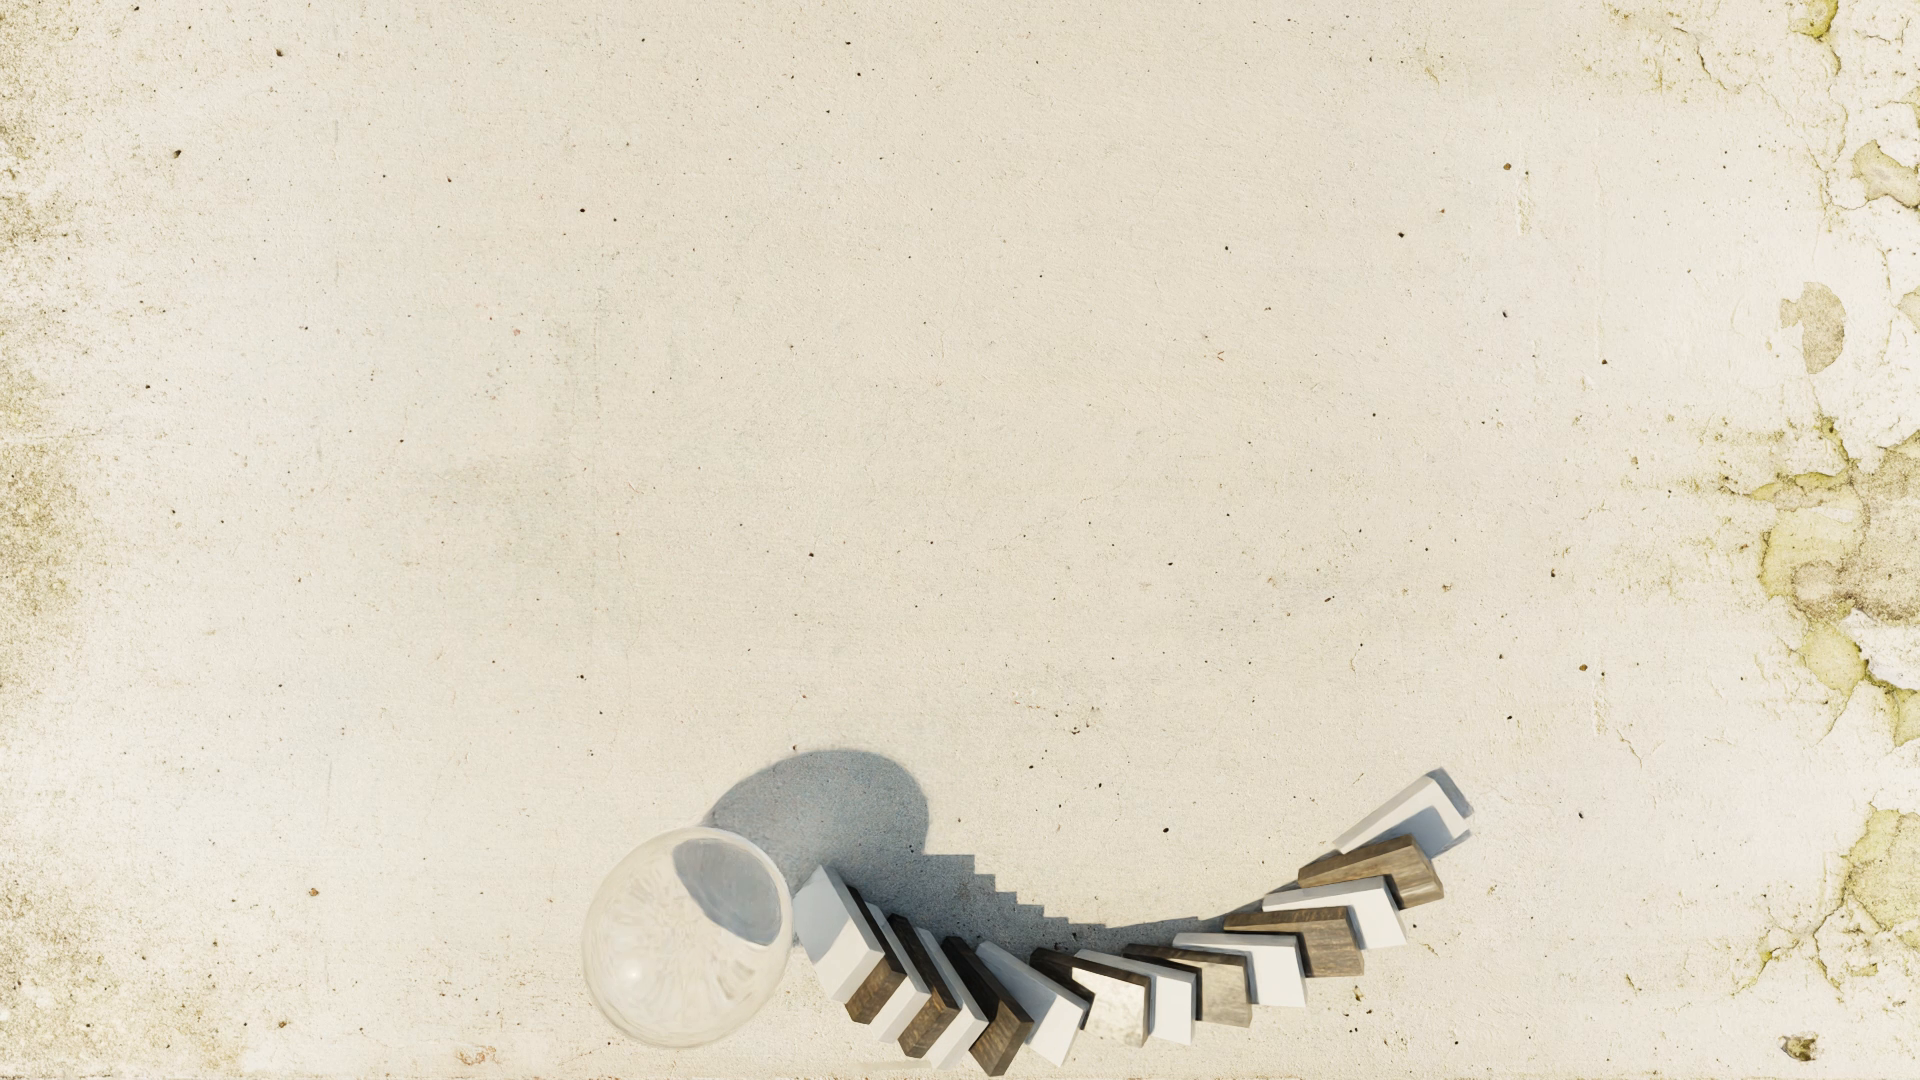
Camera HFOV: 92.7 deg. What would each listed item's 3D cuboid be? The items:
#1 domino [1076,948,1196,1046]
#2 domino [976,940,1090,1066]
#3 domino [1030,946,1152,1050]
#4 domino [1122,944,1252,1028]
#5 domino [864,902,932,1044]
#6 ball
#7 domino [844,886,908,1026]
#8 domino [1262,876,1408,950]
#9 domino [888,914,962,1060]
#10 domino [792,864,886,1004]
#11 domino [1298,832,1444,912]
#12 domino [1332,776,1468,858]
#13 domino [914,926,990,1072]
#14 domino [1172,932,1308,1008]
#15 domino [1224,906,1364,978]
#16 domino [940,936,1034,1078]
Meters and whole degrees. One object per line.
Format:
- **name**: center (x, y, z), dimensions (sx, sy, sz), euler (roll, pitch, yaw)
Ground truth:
- **domino**: center (0.073, 0.191, 0.385), dimensions (0.050, 0.009, 0.025), euler (1, 90, 27)
- **domino**: center (0.026, 0.194, 0.385), dimensions (0.050, 0.010, 0.025), euler (22, 90, 26)
- **domino**: center (0.054, 0.191, 0.383), dimensions (0.050, 0.009, 0.025), euler (3, 91, 28)
- **domino**: center (0.095, 0.186, 0.385), dimensions (0.050, 0.010, 0.025), euler (-6, 90, 27)
- **domino**: center (-0.034, 0.177, 0.378), dimensions (0.025, 0.050, 0.010), euler (-52, 129, 0)
- **ball**: center (-0.106, 0.154, 0.360), dimensions (0.080, 0.080, 0.080), euler (0, 90, 0)
- **domino**: center (-0.043, 0.169, 0.378), dimensions (0.025, 0.050, 0.009), euler (-52, 129, 0)
- **domino**: center (0.156, 0.159, 0.384), dimensions (0.050, 0.010, 0.025), euler (-23, 92, 28)
- **domino**: center (-0.022, 0.182, 0.377), dimensions (0.025, 0.050, 0.009), euler (-51, 129, 1)
- **domino**: center (-0.052, 0.161, 0.378), dimensions (0.025, 0.050, 0.009), euler (-52, 129, 0)
- **domino**: center (0.171, 0.144, 0.384), dimensions (0.050, 0.009, 0.025), euler (-31, 90, 27)
- **domino**: center (0.190, 0.127, 0.395), dimensions (0.050, 0.010, 0.025), euler (-36, 90, 0)
- **domino**: center (-0.011, 0.188, 0.378), dimensions (0.025, 0.050, 0.009), euler (-52, 129, 0)
- **domino**: center (0.117, 0.180, 0.384), dimensions (0.050, 0.009, 0.025), euler (-11, 91, 27)
- **domino**: center (0.139, 0.169, 0.383), dimensions (0.050, 0.010, 0.025), euler (-17, 94, 28)
- **domino**: center (0.006, 0.191, 0.378), dimensions (0.010, 0.050, 0.025), euler (28, 93, -44)
